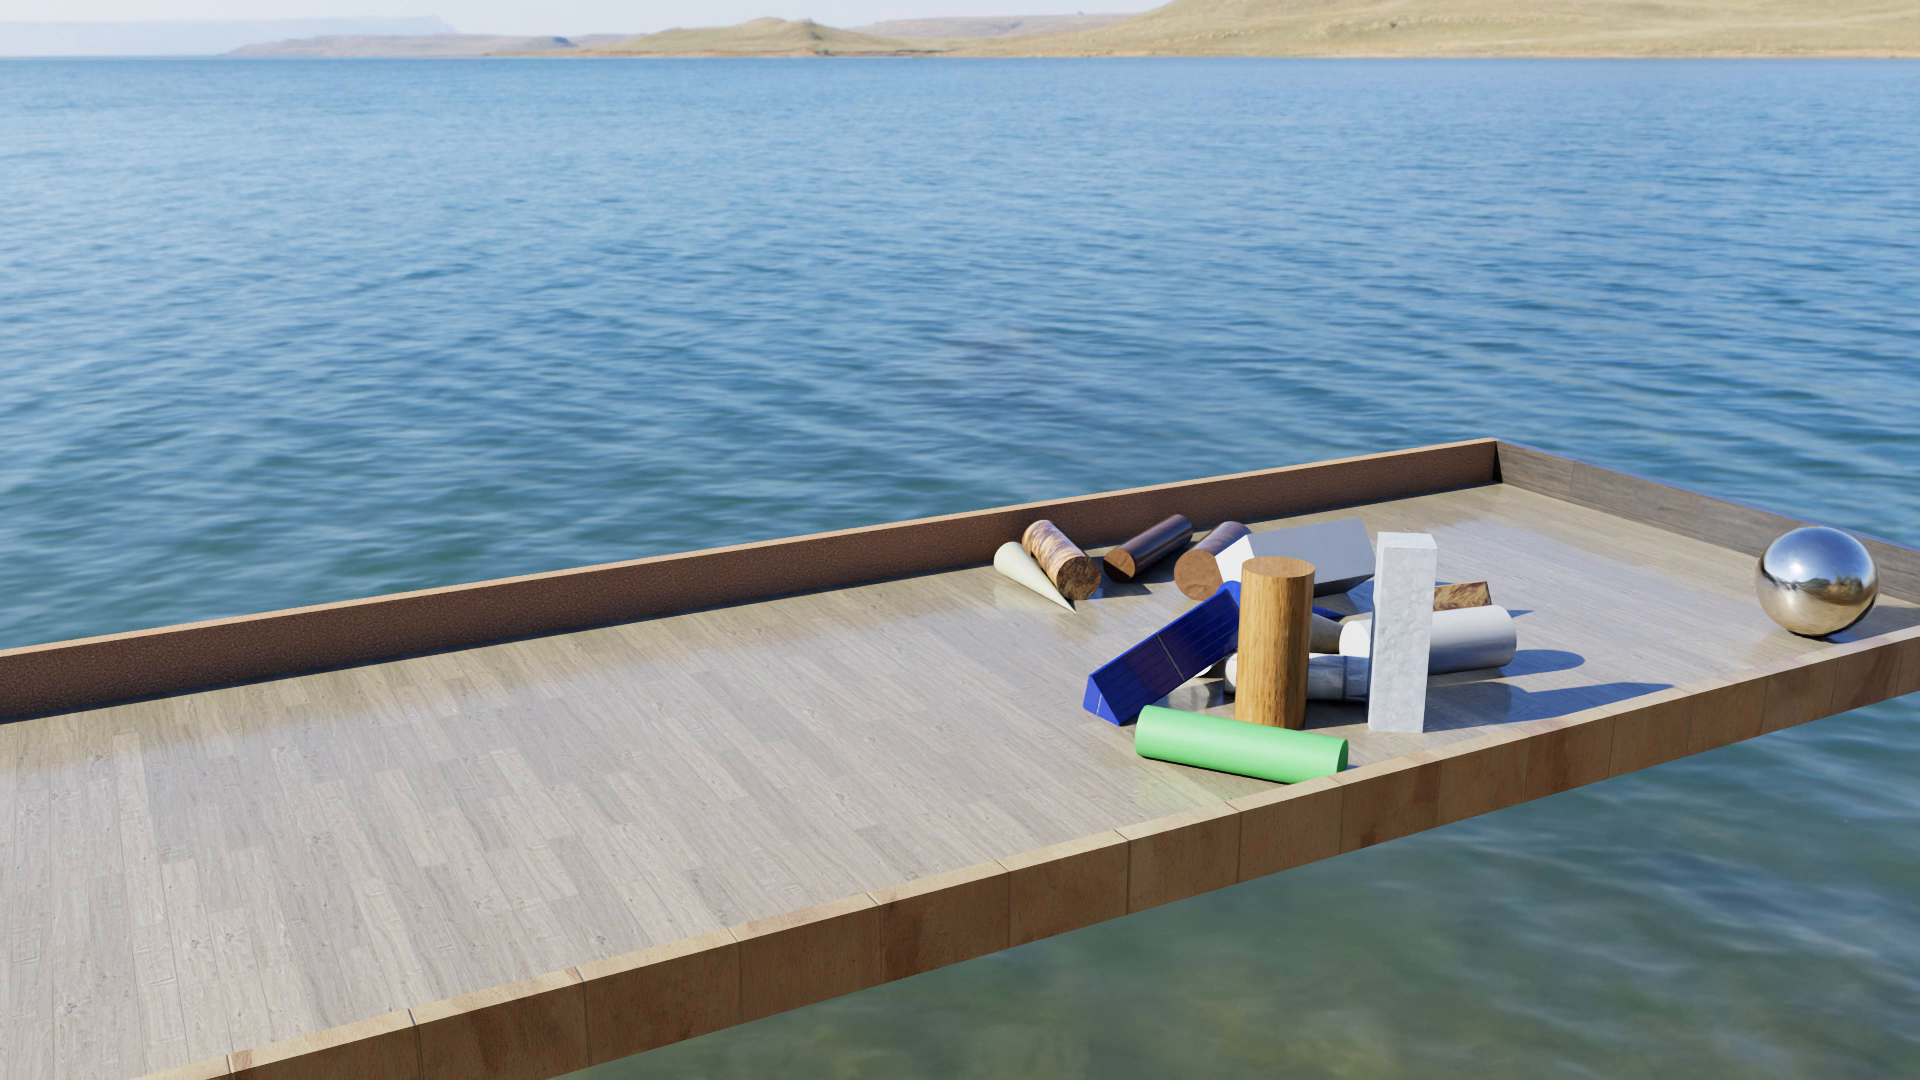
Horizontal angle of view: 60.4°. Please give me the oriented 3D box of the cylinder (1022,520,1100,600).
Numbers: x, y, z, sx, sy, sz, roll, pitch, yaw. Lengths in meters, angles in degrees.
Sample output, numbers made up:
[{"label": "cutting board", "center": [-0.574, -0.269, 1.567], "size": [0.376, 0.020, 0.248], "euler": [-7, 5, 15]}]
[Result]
[{"label": "cylinder", "center": [0.299, 0.056, 4.927], "size": [0.134, 0.134, 0.394], "euler": [-4, 17, -12]}]

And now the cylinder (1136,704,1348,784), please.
[{"label": "cylinder", "center": [0.613, 0.454, 3.607], "size": [0.446, 0.115, 0.115], "euler": [8, 18, 25]}]

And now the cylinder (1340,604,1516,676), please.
[{"label": "cylinder", "center": [1.184, 0.264, 4.174], "size": [0.412, 0.160, 0.160], "euler": [-5, 17, -17]}]

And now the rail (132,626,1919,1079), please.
[{"label": "rail", "center": [-2.336, 1.006, 1.665], "size": [12.000, 0.150, 0.050], "euler": [-9, 18, -27]}]

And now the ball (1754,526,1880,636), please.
[{"label": "ball", "center": [2.309, 0.111, 4.449], "size": [0.299, 0.299, 0.299], "euler": [0, 16, 0]}]

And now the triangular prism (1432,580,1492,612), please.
[{"label": "triangular prism", "center": [1.325, 0.175, 4.570], "size": [0.301, 0.101, 0.116], "euler": [-5, 18, -18]}]

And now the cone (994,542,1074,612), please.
[{"label": "cone", "center": [0.240, 0.131, 4.814], "size": [0.107, 0.107, 0.408], "euler": [-8, 26, -25]}]

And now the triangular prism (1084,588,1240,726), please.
[{"label": "triangular prism", "center": [0.495, 0.269, 3.988], "size": [0.446, 0.117, 0.136], "euler": [-30, 28, -25]}]

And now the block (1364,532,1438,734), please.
[{"label": "block", "center": [1.023, 0.215, 3.830], "size": [0.119, 0.447, 0.119], "euler": [2, 17, 7]}]

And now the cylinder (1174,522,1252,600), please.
[{"label": "cylinder", "center": [0.759, 0.059, 4.884], "size": [0.152, 0.152, 0.335], "euler": [8, 18, 24]}]

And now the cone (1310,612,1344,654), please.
[{"label": "cone", "center": [0.985, 0.259, 4.328], "size": [0.394, 0.168, 0.168], "euler": [9, 14, -13]}]

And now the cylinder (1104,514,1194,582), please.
[{"label": "cylinder", "center": [0.585, 0.023, 5.092], "size": [0.104, 0.104, 0.446], "euler": [9, 19, 29]}]

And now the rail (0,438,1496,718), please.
[{"label": "rail", "center": [-3.305, 0.497, 3.399], "size": [12.000, 0.150, 0.050], "euler": [-9, 18, -27]}]

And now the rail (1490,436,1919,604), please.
[{"label": "rail", "center": [2.466, -0.048, 5.253], "size": [0.050, 0.150, 2.100], "euler": [-9, 18, -27]}]

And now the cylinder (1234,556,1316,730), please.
[{"label": "cylinder", "center": [0.734, 0.243, 3.856], "size": [0.166, 0.379, 0.166], "euler": [0, 16, 0]}]

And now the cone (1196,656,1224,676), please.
[{"label": "cone", "center": [0.678, 0.276, 4.302], "size": [0.132, 0.132, 0.316], "euler": [12, 8, 34]}]

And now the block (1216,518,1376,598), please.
[{"label": "block", "center": [0.962, 0.069, 4.694], "size": [0.404, 0.171, 0.171], "euler": [-8, -18, -26]}]

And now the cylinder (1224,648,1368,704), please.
[{"label": "cylinder", "center": [0.844, 0.332, 4.025], "size": [0.391, 0.114, 0.114], "euler": [3, 17, 11]}]

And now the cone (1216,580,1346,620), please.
[{"label": "cone", "center": [0.907, 0.201, 4.529], "size": [0.415, 0.163, 0.163], "euler": [4, 13, -30]}]
